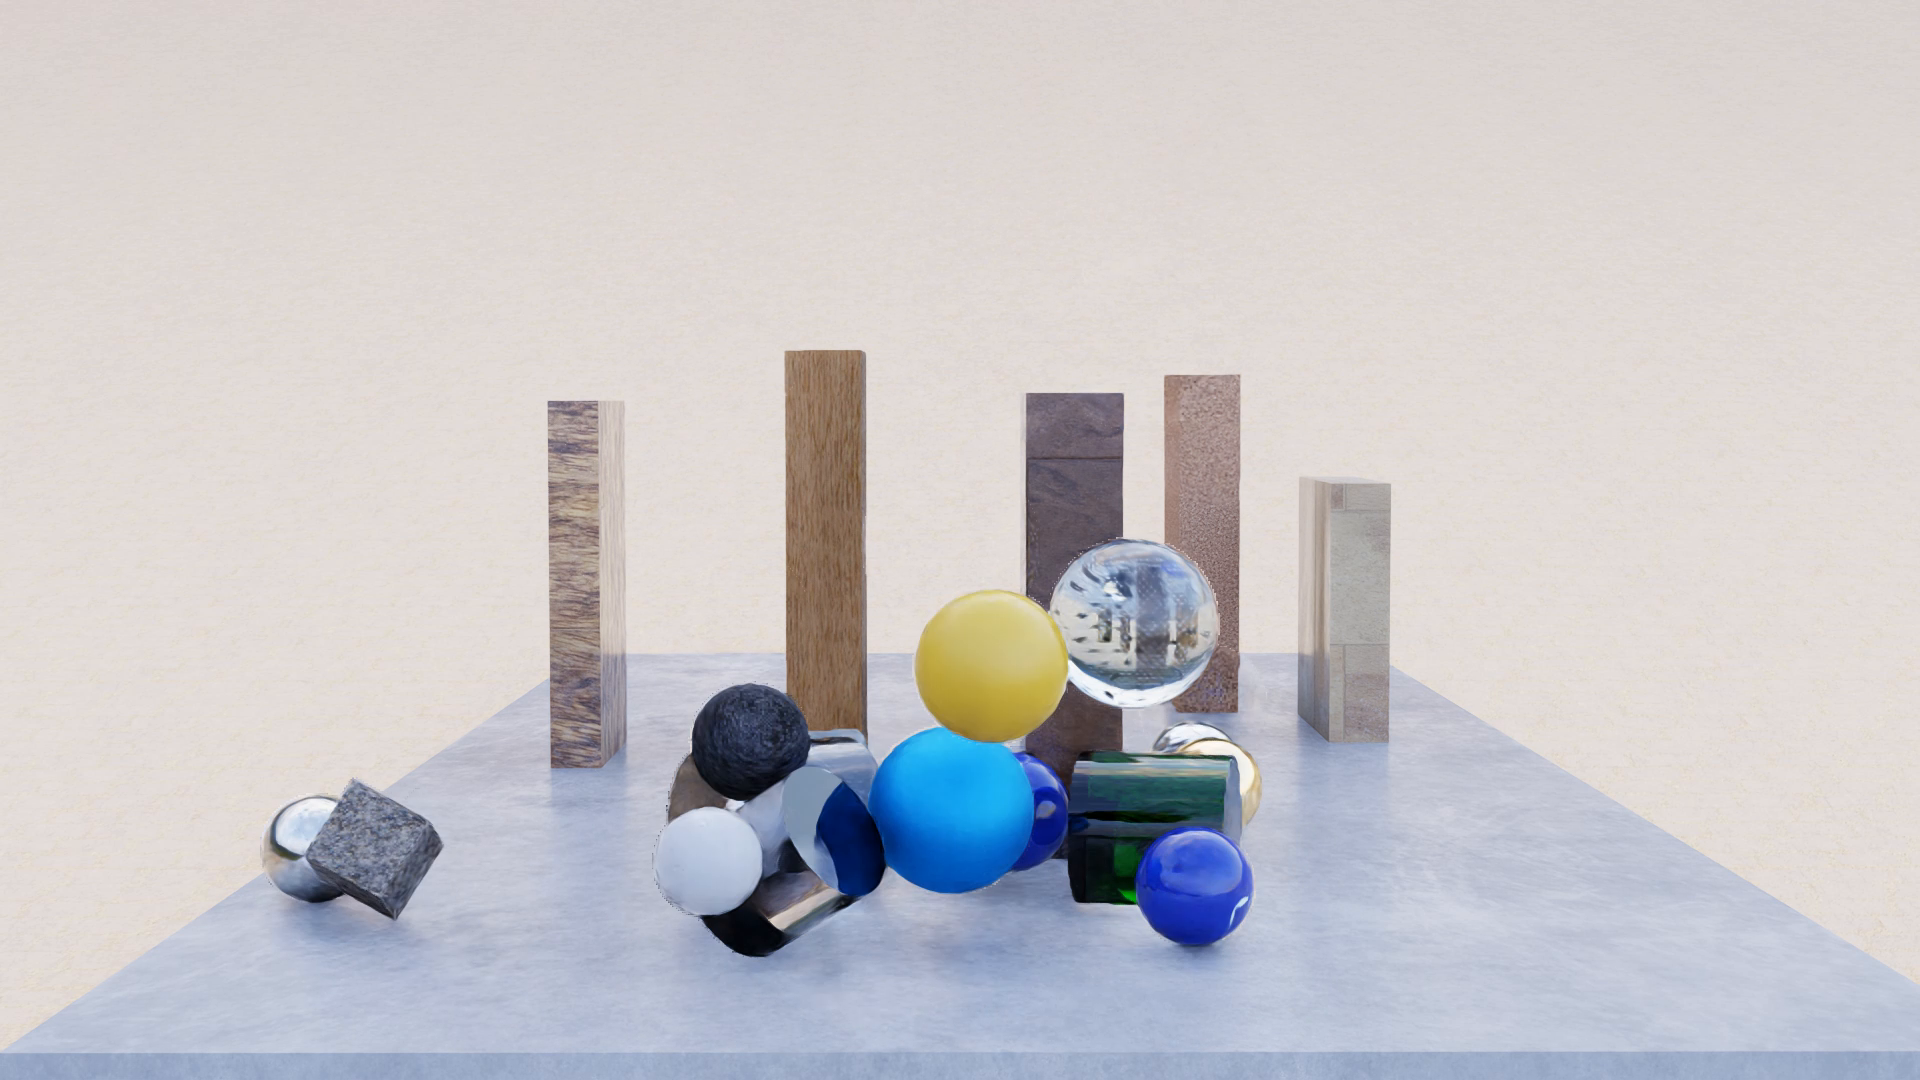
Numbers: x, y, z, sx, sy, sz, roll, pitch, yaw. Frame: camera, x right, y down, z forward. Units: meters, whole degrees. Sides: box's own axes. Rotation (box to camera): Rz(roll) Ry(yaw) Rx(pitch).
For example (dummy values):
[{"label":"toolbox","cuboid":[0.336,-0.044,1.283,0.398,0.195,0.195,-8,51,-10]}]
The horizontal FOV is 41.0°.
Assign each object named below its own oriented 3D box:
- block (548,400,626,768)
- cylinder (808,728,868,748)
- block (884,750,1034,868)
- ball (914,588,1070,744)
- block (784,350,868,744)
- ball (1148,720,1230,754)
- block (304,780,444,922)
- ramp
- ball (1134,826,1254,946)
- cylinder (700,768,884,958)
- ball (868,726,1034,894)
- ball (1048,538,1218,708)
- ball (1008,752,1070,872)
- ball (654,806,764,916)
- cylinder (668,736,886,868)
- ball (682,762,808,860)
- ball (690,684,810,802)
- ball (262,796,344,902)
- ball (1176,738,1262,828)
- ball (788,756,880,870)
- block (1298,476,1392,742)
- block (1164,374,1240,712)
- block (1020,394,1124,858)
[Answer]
[{"label":"block","cuboid":[-0.672,0.069,4.650,0.088,0.641,0.353,0,3,0]},{"label":"cylinder","cuboid":[-0.225,0.359,3.802,0.153,0.153,0.153,-1,20,-20]},{"label":"block","cuboid":[-0.001,0.373,3.560,0.152,0.152,0.152,2,4,30]},{"label":"ball","cuboid":[0.034,0.134,2.737,0.164,0.164,0.164,0,21,0]},{"label":"block","cuboid":[-0.215,0.055,4.176,0.119,0.720,0.246,0,3,0]},{"label":"ball","cuboid":[0.358,0.353,3.948,0.149,0.149,0.149,0,21,0]},{"label":"block","cuboid":[-0.717,0.380,3.148,0.109,0.109,0.109,27,69,9]},{"label":"ramp","cuboid":[0.049,0.446,4.532,2.000,0.100,4.000,0,3,0]},{"label":"ball","cuboid":[0.276,0.407,3.028,0.140,0.140,0.140,0,21,0]},{"label":"cylinder","cuboid":[-0.201,0.370,2.950,0.163,0.163,0.163,-35,5,28]},{"label":"ball","cuboid":[-0.010,0.317,3.029,0.197,0.197,0.197,0,21,0]},{"label":"ball","cuboid":[0.196,0.095,2.918,0.193,0.193,0.193,0,21,0]},{"label":"ball","cuboid":[0.067,0.357,3.369,0.157,0.157,0.157,0,21,0]},{"label":"ball","cuboid":[-0.263,0.337,2.694,0.113,0.113,0.113,0,21,0]},{"label":"cylinder","cuboid":[-0.229,0.361,3.272,0.207,0.207,0.207,-2,19,-37]},{"label":"ball","cuboid":[-0.295,0.358,3.575,0.181,0.181,0.181,0,21,0]},{"label":"ball","cuboid":[-0.252,0.244,3.095,0.143,0.143,0.143,0,21,0]},{"label":"ball","cuboid":[-0.824,0.395,3.292,0.137,0.137,0.137,0,21,0]},{"label":"ball","cuboid":[0.370,0.363,3.771,0.148,0.148,0.148,0,21,0]},{"label":"ball","cuboid":[-0.157,0.370,3.475,0.153,0.153,0.153,0,21,0]},{"label":"block","cuboid":[0.748,0.125,5.027,0.112,0.486,0.445,0,3,0]},{"label":"block","cuboid":[0.511,-0.003,5.459,0.124,0.695,0.372,0,3,0]},{"label":"block","cuboid":[0.159,0.113,3.738,0.135,0.651,0.315,0,3,0]}]
